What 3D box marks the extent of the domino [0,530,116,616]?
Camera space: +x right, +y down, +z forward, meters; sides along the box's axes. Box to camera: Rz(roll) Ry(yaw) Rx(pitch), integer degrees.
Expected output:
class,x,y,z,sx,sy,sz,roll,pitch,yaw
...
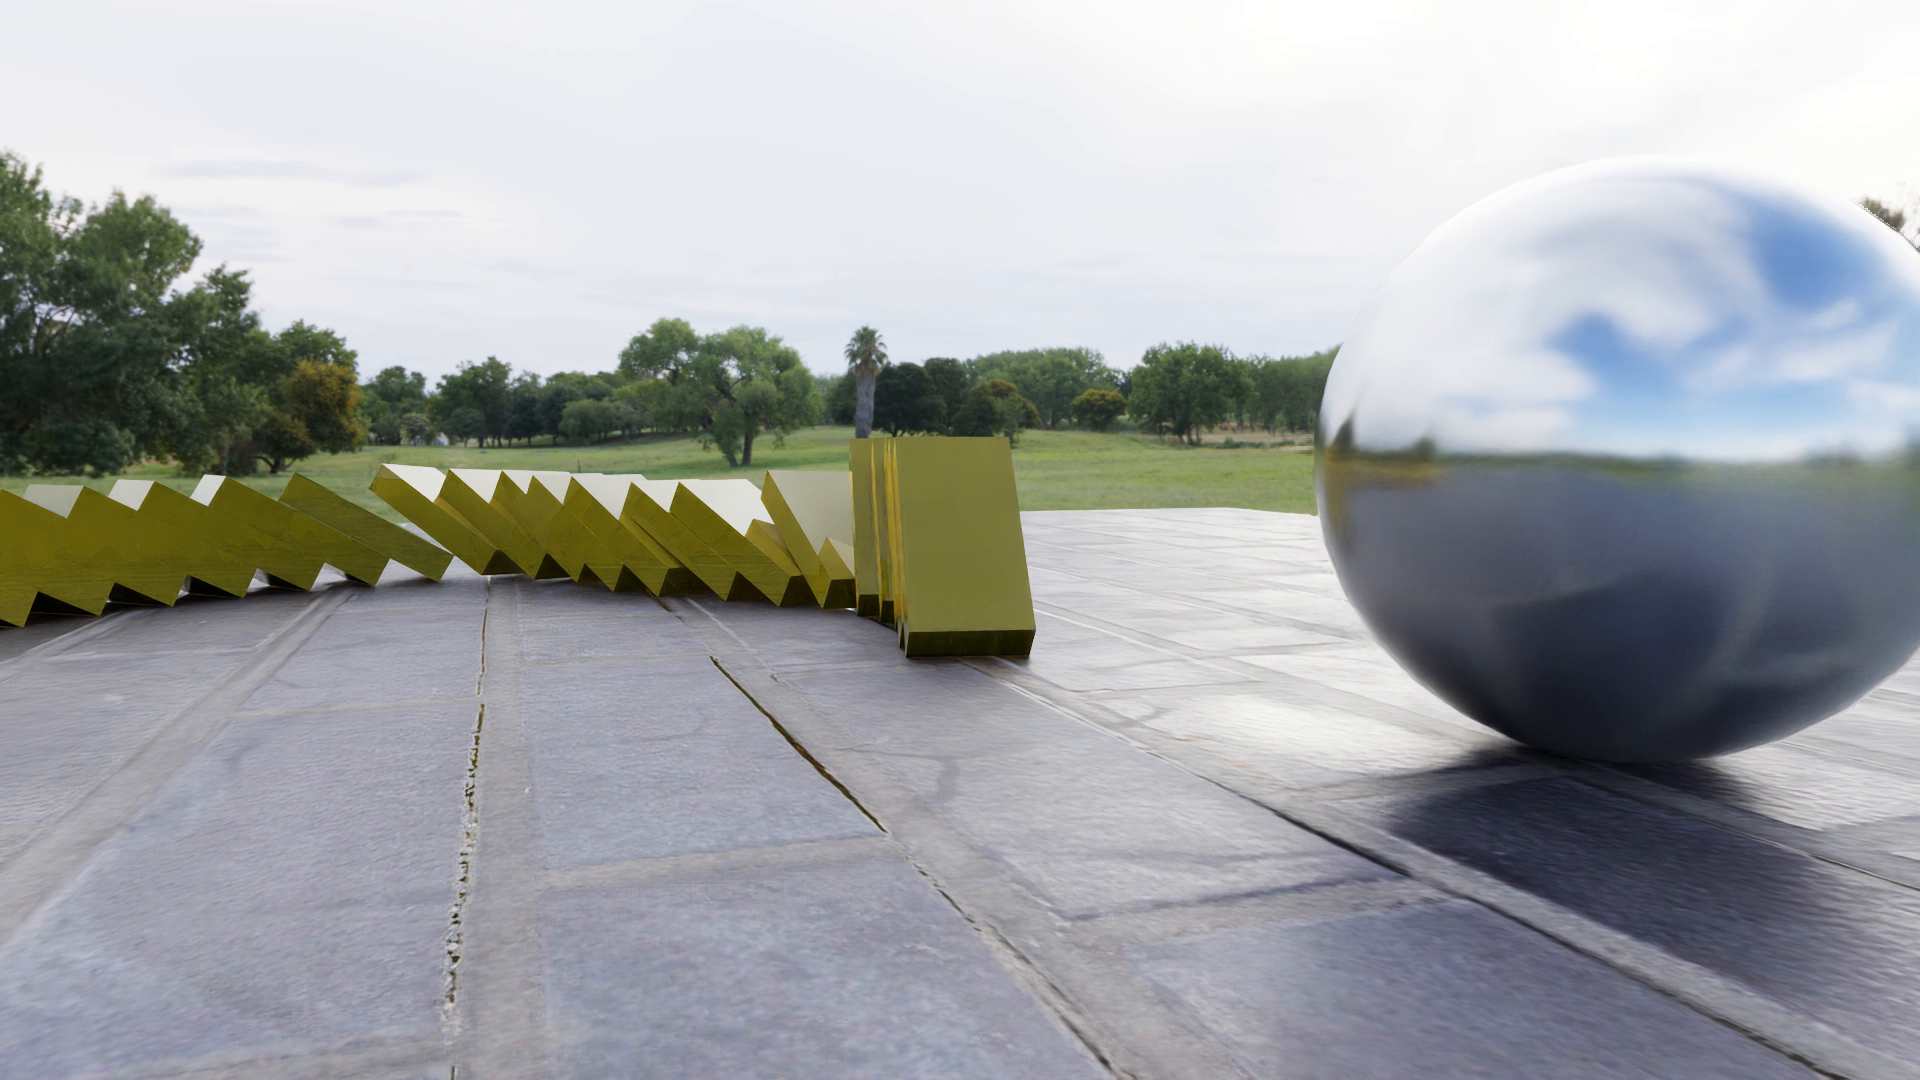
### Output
class,x,y,z,sx,sy,sz,roll,pitch,yaw
domino,-0.231,0.004,0.301,0.025,0.009,0.050,1,-24,19

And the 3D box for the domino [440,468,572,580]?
class,x,y,z,sx,sy,sz,roll,pitch,yaw
domino,-0.141,-0.006,0.412,0.050,0.009,0.025,36,18,23

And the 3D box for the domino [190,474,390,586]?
class,x,y,z,sx,sy,sz,roll,pitch,yaw
domino,-0.198,-0.003,0.379,0.025,0.009,0.050,5,-24,47

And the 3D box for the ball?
class,x,y,z,sx,sy,sz,roll,pitch,yaw
ball,0.089,-0.010,0.173,0.080,0.080,0.080,0,4,0

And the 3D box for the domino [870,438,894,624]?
class,x,y,z,sx,sy,sz,roll,pitch,yaw
domino,-0.008,-0.003,0.318,0.025,0.050,0.009,-1,-37,-8

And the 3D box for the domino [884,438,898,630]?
class,x,y,z,sx,sy,sz,roll,pitch,yaw
domino,-0.004,-0.002,0.305,0.025,0.050,0.010,-1,-37,-8

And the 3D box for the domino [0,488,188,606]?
class,x,y,z,sx,sy,sz,roll,pitch,yaw
domino,-0.225,0.002,0.321,0.025,0.010,0.050,2,-24,24

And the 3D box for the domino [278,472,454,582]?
class,x,y,z,sx,sy,sz,roll,pitch,yaw
domino,-0.183,-0.004,0.395,0.050,0.010,0.025,32,-11,-25

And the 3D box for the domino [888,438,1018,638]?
class,x,y,z,sx,sy,sz,roll,pitch,yaw
domino,-0.003,-0.001,0.293,0.025,0.050,0.010,-1,-37,-7

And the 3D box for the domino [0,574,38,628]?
class,x,y,z,sx,sy,sz,roll,pitch,yaw
domino,-0.234,0.006,0.279,0.025,0.009,0.050,1,-23,13

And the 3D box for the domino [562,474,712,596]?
class,x,y,z,sx,sy,sz,roll,pitch,yaw
domino,-0.091,-0.002,0.377,0.050,0.009,0.025,38,25,30

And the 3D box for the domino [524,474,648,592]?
class,x,y,z,sx,sy,sz,roll,pitch,yaw
domino,-0.107,-0.003,0.389,0.050,0.010,0.025,38,25,30

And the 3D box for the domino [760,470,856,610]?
class,x,y,z,sx,sy,sz,roll,pitch,yaw
domino,-0.033,-0.001,0.346,0.025,0.010,0.050,-1,36,-31

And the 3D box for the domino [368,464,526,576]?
class,x,y,z,sx,sy,sz,roll,pitch,yaw
domino,-0.163,-0.007,0.415,0.050,0.010,0.025,34,9,13

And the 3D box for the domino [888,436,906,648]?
class,x,y,z,sx,sy,sz,roll,pitch,yaw
domino,-0.002,0.000,0.280,0.025,0.050,0.010,-1,-37,-7

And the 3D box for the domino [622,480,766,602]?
class,x,y,z,sx,sy,sz,roll,pitch,yaw
domino,-0.071,-0.001,0.367,0.050,0.009,0.025,36,24,31

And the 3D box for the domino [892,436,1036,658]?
class,x,y,z,sx,sy,sz,roll,pitch,yaw
domino,0.000,0.000,0.268,0.025,0.050,0.010,-1,-37,-7

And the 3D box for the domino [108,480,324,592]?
class,x,y,z,sx,sy,sz,roll,pitch,yaw
domino,-0.209,-0.001,0.361,0.025,0.009,0.050,3,-24,38

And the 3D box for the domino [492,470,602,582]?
class,x,y,z,sx,sy,sz,roll,pitch,yaw
domino,-0.122,-0.005,0.404,0.050,0.010,0.025,38,22,30

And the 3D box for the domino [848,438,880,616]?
class,x,y,z,sx,sy,sz,roll,pitch,yaw
domino,-0.015,-0.004,0.329,0.025,0.050,0.009,-1,-37,-8

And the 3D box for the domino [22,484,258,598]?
class,x,y,z,sx,sy,sz,roll,pitch,yaw
domino,-0.218,0.001,0.341,0.025,0.010,0.050,2,-24,28

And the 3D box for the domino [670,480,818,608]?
class,x,y,z,sx,sy,sz,roll,pitch,yaw
domino,-0.055,0.000,0.356,0.050,0.010,0.025,37,25,30
